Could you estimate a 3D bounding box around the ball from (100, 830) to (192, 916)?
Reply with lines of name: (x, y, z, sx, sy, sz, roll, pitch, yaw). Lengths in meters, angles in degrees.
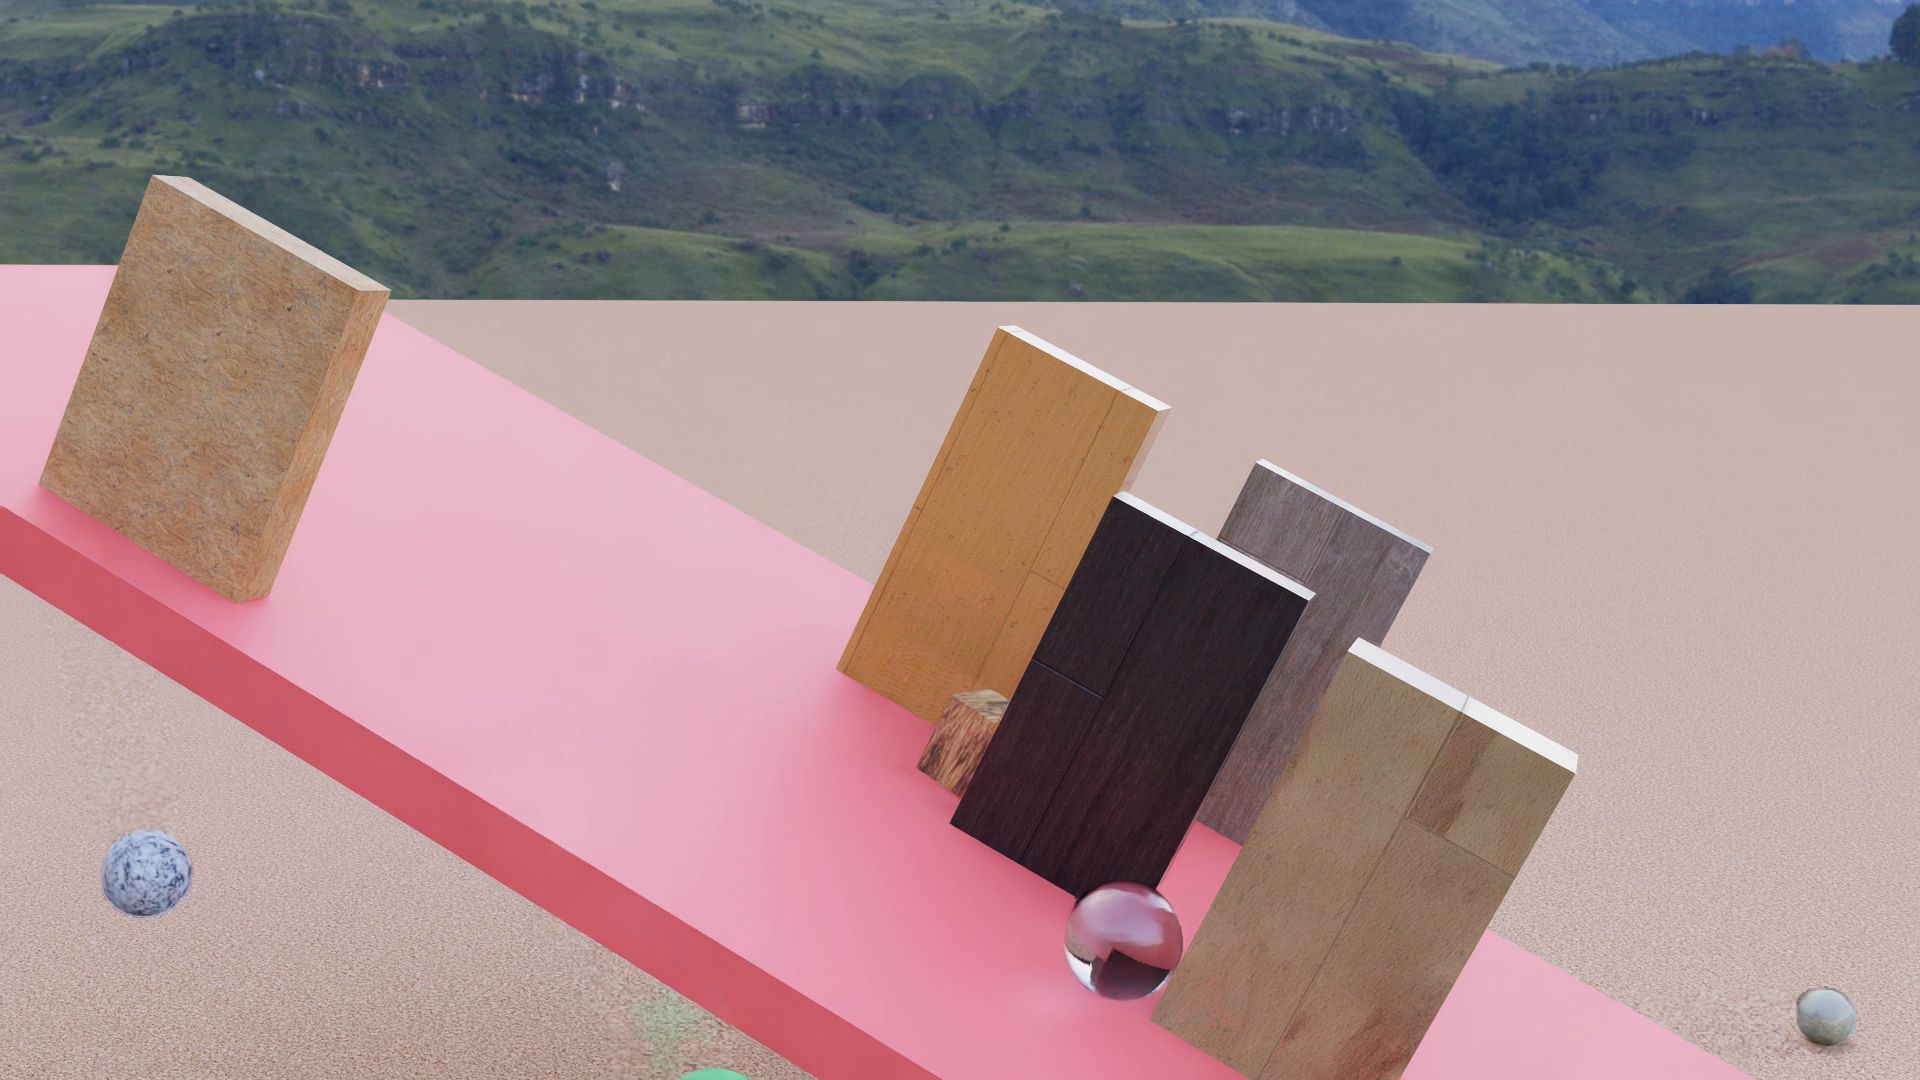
ball: (-1.200, 0.491, 3.245, 0.127, 0.127, 0.127, 0, 7, 0)

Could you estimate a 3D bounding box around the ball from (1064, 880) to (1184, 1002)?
ball: (0.265, 0.650, 3.576, 0.195, 0.195, 0.195, 0, 7, 0)

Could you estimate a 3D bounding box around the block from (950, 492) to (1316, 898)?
block: (0.300, 0.303, 3.905, 0.383, 0.675, 0.087, 29, 14, 12)

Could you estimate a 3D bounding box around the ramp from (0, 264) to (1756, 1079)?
ramp: (-0.246, 0.414, 4.160, 4.000, 0.100, 2.000, 29, 14, 12)

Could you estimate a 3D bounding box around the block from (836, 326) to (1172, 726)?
block: (0.082, 0.000, 4.422, 0.359, 0.778, 0.124, 29, 14, 12)

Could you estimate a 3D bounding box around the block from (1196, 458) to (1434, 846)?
block: (0.634, 0.249, 4.589, 0.396, 0.731, 0.086, 29, 14, 12)

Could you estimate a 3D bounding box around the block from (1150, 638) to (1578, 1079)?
block: (0.640, 0.560, 3.521, 0.386, 0.696, 0.135, 29, 14, 12)

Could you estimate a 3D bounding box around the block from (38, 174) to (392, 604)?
block: (-1.194, -0.241, 3.509, 0.406, 0.550, 0.092, 29, 14, 12)

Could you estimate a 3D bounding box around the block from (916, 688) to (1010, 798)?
block: (0.051, 0.399, 4.192, 0.161, 0.161, 0.161, 32, 15, 24)

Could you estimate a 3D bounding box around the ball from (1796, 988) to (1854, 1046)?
ball: (2.081, 1.148, 5.291, 0.133, 0.133, 0.133, 0, 7, 0)

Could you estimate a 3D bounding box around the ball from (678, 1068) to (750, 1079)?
ball: (-0.320, 0.765, 2.836, 0.164, 0.164, 0.164, 0, 7, 0)
